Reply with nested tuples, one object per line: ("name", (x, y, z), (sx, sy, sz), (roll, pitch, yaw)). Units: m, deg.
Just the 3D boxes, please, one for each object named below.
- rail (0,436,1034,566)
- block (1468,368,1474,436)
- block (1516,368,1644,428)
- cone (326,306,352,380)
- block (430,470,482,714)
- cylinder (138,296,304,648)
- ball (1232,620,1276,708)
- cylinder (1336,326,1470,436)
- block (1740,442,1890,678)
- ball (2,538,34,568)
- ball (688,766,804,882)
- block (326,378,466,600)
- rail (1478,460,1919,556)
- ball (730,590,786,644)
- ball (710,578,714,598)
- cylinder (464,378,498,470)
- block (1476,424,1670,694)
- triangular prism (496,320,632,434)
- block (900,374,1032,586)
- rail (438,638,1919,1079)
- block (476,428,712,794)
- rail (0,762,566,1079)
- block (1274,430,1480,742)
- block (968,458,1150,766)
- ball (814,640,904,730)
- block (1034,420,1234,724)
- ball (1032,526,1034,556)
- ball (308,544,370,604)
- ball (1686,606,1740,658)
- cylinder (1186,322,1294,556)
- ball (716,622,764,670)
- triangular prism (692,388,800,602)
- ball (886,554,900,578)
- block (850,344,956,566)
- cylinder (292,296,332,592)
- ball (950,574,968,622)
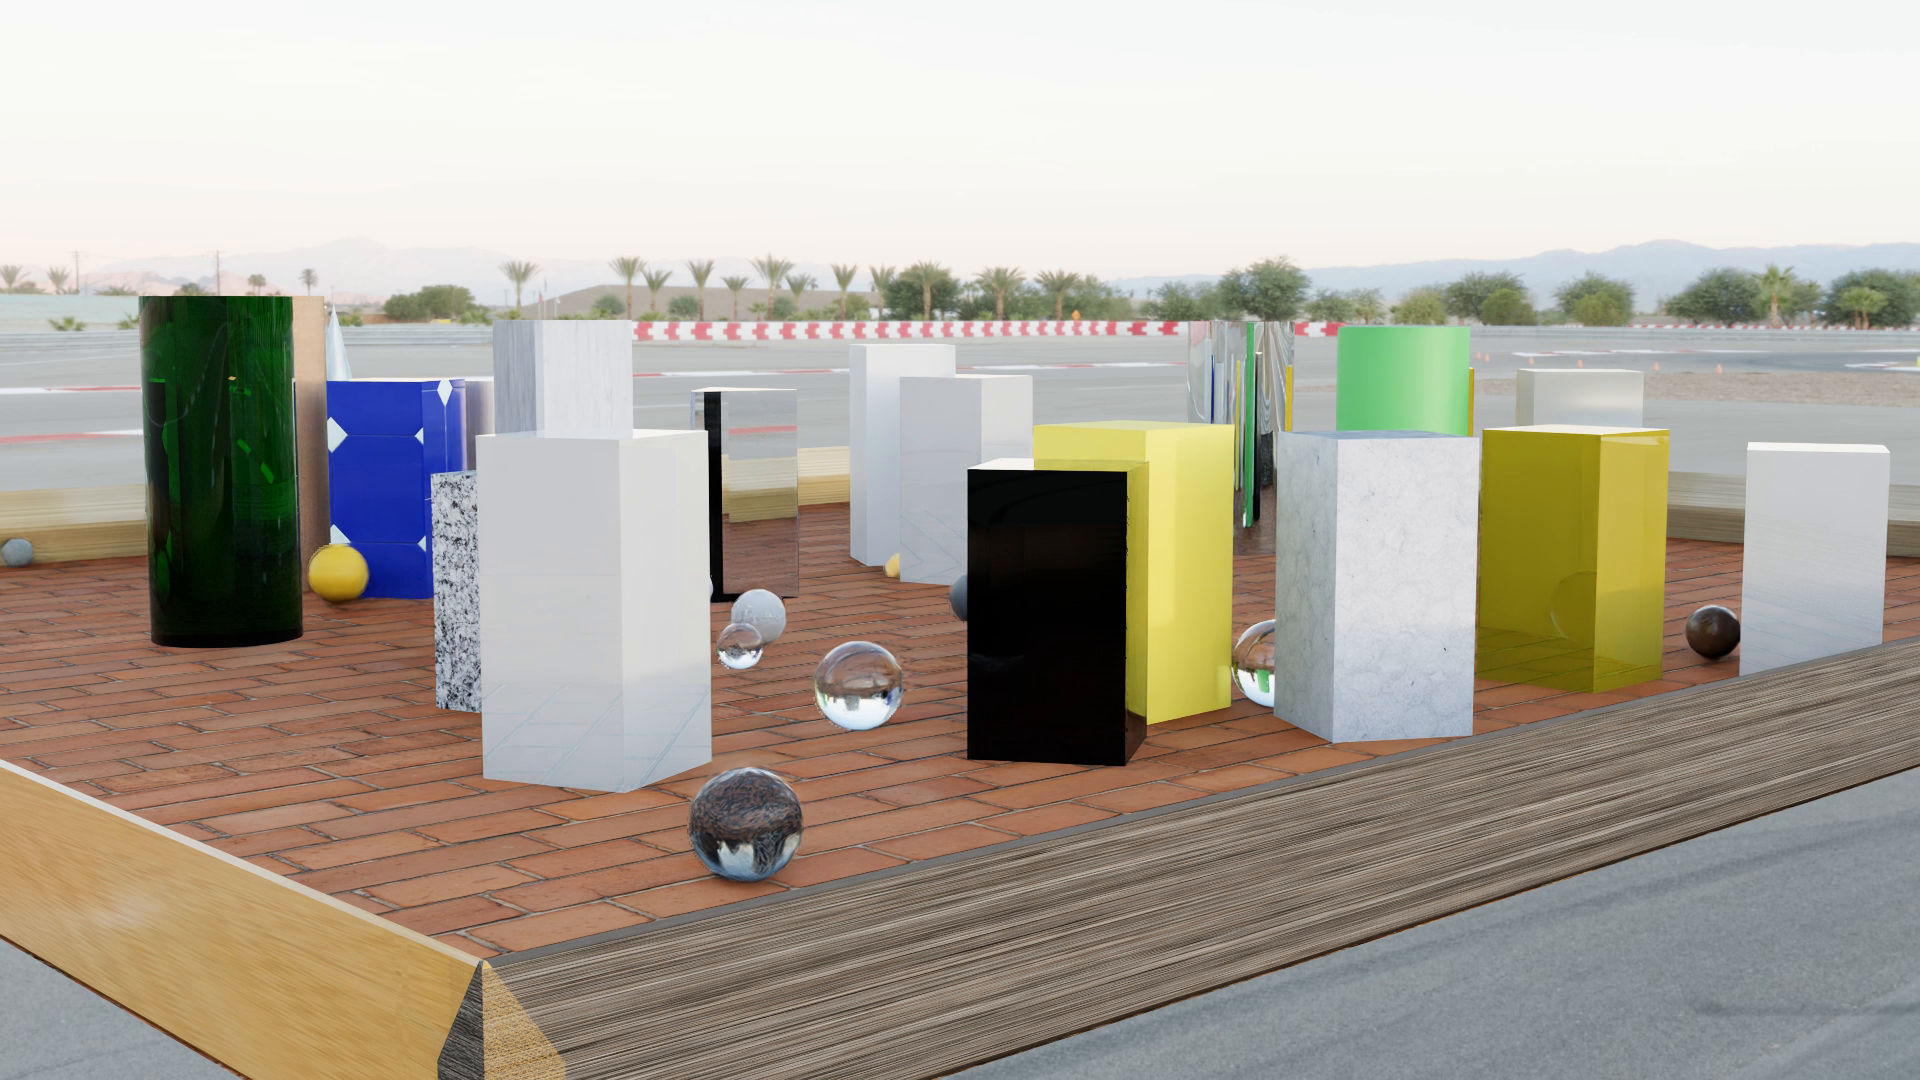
("rail", (-1.010, -0.080, 4.421), (3.423, 0.129, 0.045), (-5, 8, -42))
("block", (0.894, -0.164, 4.232), (0.158, 0.336, 0.158), (1, 6, 5))
("block", (0.939, -0.081, 3.354), (0.158, 0.354, 0.158), (0, 6, 5))
("cone", (-1.087, -0.184, 3.840), (0.198, 0.457, 0.198), (0, 6, 0))
("block", (-0.480, 0.055, 2.488), (0.158, 0.264, 0.158), (3, 7, 30))
("cylinder", (-1.001, -0.097, 2.982), (0.198, 0.463, 0.198), (0, 6, 0))
("ball", (0.355, 0.139, 2.474), (0.099, 0.099, 0.099), (0, 6, 0))
("cylinder", (0.675, -0.116, 3.368), (0.198, 0.420, 0.198), (0, 6, 0))
("block", (1.047, 0.025, 2.702), (0.158, 0.278, 0.158), (2, 6, 20))
("ball", (-1.633, 0.023, 3.812), (0.052, 0.052, 0.052), (0, 6, 0))
("ball", (-0.167, 0.222, 1.720), (0.089, 0.089, 0.089), (0, 6, 0))
("block", (-0.887, -0.085, 3.479), (0.158, 0.336, 0.158), (1, 6, 11))
("rail", (1.240, -0.085, 4.470), (0.045, 0.129, 3.027), (-5, 8, -42))
("ball", (-0.269, 0.103, 2.934), (0.075, 0.075, 0.075), (0, 6, 0))
("ball", (-0.401, 0.071, 3.221), (0.079, 0.079, 0.079), (0, 6, 0))
("cylinder", (-0.763, -0.106, 3.710), (0.198, 0.330, 0.198), (0, 6, 0))
("block", (0.740, 0.017, 2.659), (0.158, 0.302, 0.158), (-6, 8, -44))
("triangular prism", (-0.522, -0.058, 2.753), (0.148, 0.433, 0.171), (4, 7, 31))
("block", (0.011, -0.102, 3.634), (0.158, 0.337, 0.158), (4, 7, 33))
("rail", (1.010, 0.147, 2.243), (3.423, 0.129, 0.045), (-5, 8, -42))
("block", (-0.350, 0.061, 2.122), (0.158, 0.327, 0.158), (3, 7, 24))
("rail", (-1.240, 0.152, 2.193), (0.045, 0.129, 3.027), (-5, 8, -42))
("block", (0.442, 0.044, 2.353), (0.158, 0.313, 0.158), (-2, 6, -14))
("block", (0.102, 0.068, 2.233), (0.158, 0.290, 0.158), (1, 6, 13))
("ball", (-0.107, 0.155, 2.338), (0.095, 0.095, 0.095), (0, 6, 0))
("block", (0.194, 0.030, 2.461), (0.158, 0.318, 0.158), (6, 8, 43))
("ball", (0.116, 0.002, 3.957), (0.064, 0.064, 0.064), (0, 6, 0))
("ball", (-0.945, 0.052, 3.347), (0.090, 0.090, 0.090), (0, 6, 0))
("ball", (0.966, 0.118, 2.821), (0.068, 0.068, 0.068), (0, 6, 0))
("cylinder", (0.519, -0.193, 4.086), (0.198, 0.424, 0.198), (0, 6, 0))
("ball", (-0.274, 0.132, 2.737), (0.058, 0.058, 0.058), (0, 6, 0))
("triangular prism", (-0.360, -0.074, 3.437), (0.171, 0.323, 0.148), (-3, 7, -26))
("ball", (-0.103, 0.044, 3.660), (0.042, 0.042, 0.042), (0, 6, 0))
("block", (-0.104, -0.156, 3.923), (0.158, 0.384, 0.158), (-1, 6, -14))
("cylinder", (-1.120, -0.158, 3.542), (0.198, 0.468, 0.198), (0, 6, 0))
("ball", (0.022, 0.082, 3.141), (0.073, 0.073, 0.073), (0, 6, 0))
